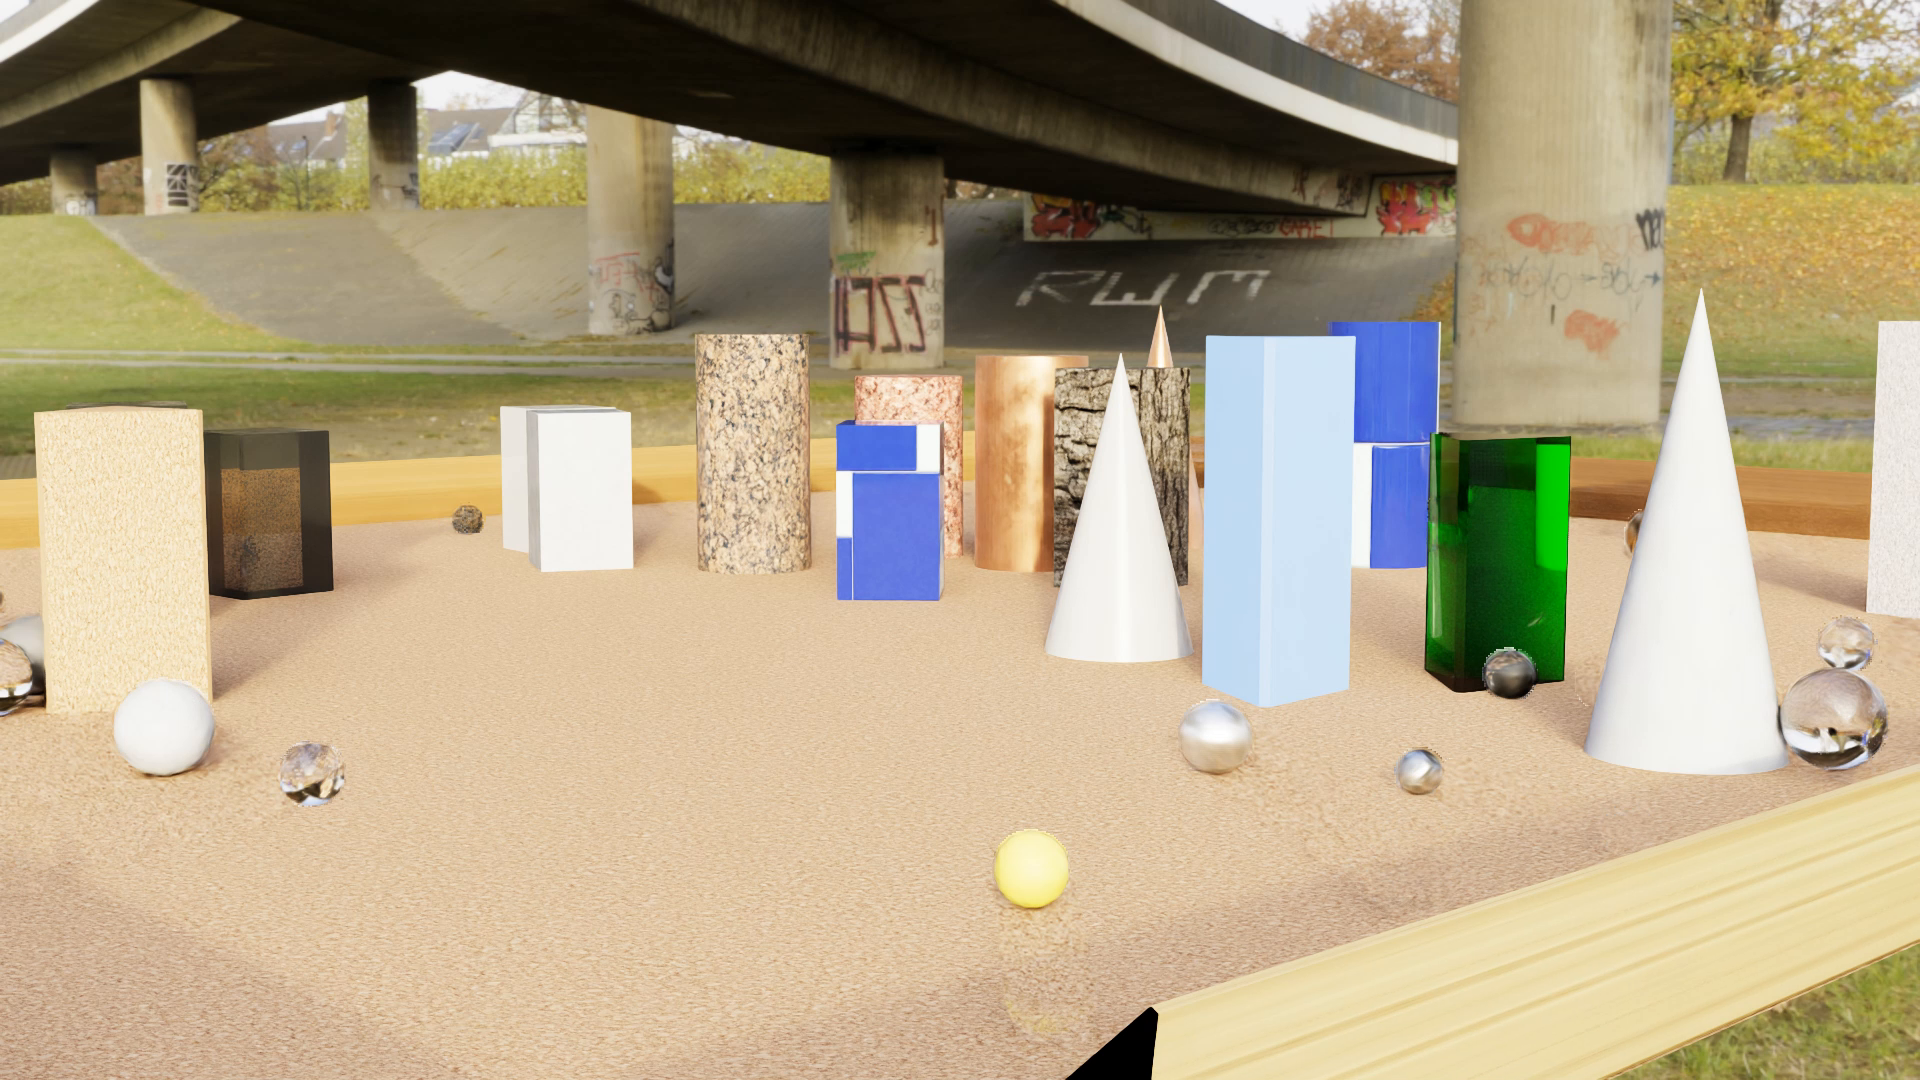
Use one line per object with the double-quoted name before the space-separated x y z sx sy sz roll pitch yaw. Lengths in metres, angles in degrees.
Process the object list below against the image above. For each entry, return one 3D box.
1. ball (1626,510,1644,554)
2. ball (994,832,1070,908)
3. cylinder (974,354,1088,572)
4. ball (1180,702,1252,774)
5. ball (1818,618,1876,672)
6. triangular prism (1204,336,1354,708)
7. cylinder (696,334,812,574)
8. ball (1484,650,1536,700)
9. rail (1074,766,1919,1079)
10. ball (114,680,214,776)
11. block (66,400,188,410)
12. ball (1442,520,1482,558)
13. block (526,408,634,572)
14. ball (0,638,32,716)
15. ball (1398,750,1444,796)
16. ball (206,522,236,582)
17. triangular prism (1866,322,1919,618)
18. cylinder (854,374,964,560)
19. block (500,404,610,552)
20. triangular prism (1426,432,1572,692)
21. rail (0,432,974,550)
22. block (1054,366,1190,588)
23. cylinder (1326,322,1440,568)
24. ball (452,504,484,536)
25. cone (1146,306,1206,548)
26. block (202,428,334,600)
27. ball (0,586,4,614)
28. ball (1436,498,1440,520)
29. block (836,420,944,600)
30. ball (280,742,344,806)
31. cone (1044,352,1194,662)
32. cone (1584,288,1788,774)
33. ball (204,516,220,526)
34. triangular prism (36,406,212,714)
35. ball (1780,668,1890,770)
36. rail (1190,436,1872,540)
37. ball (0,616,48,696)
"ball" 1.226 -0.008 3.877 0.098 0.098 0.098 0 6 0
"ball" 0.054 0.247 1.644 0.056 0.056 0.056 0 6 0
"cylinder" 0.124 -0.137 3.829 0.197 0.366 0.197 0 6 0
"ball" 0.247 0.190 2.119 0.069 0.069 0.069 0 6 0
"ball" 1.097 0.129 2.720 0.066 0.066 0.066 0 6 0
"triangular prism" 0.346 -0.030 2.564 0.147 0.414 0.170 6 8 43
"cylinder" -0.356 -0.153 3.794 0.197 0.403 0.197 0 6 0
"ball" 0.630 0.155 2.520 0.057 0.057 0.057 0 6 0
"rail" 1.191 0.167 2.048 3.881 0.128 0.045 -5 8 -42
"ball" -0.764 0.180 2.112 0.091 0.091 0.091 0 6 0
"block" -1.184 -0.038 3.141 0.157 0.312 0.157 -2 6 -21
"ball" 0.904 -0.001 3.953 0.069 0.069 0.069 0 6 0
"block" -0.665 -0.090 3.840 0.157 0.269 0.157 -2 6 -19
"ball" -1.063 0.150 2.407 0.089 0.089 0.089 0 6 0
"ball" 0.424 0.214 2.026 0.042 0.042 0.042 0 6 0
"ball" -1.239 0.020 3.612 0.097 0.097 0.097 0 6 0
"triangular prism" 1.449 -0.103 3.202 0.147 0.428 0.170 -4 7 -33
"cylinder" -0.093 -0.135 3.998 0.197 0.326 0.197 0 6 0
"block" -0.748 -0.115 4.101 0.157 0.265 0.157 -4 7 -36
"triangular prism" 0.618 0.020 2.658 0.170 0.295 0.147 -3 7 -30
"rail" -1.191 -0.101 4.615 3.881 0.128 0.045 -5 8 -42
"block" 0.261 -0.101 3.543 0.157 0.352 0.157 4 7 36
"cylinder" 0.741 -0.171 3.873 0.197 0.424 0.197 0 6 0
"ball" -0.977 -0.040 4.366 0.061 0.061 0.061 0 6 0
"cone" 0.379 -0.219 4.179 0.197 0.456 0.197 0 6 0
"block" -1.108 -0.046 3.482 0.157 0.255 0.157 5 8 42
"ball" -1.378 0.083 3.063 0.086 0.086 0.086 0 6 0
"ball" 0.944 -0.063 4.502 0.077 0.077 0.077 0 6 0
"block" -0.107 -0.049 3.446 0.157 0.270 0.157 0 6 3
"ball" -0.584 0.211 1.981 0.057 0.057 0.057 0 6 0
"cone" 0.208 -0.049 2.868 0.197 0.390 0.197 0 6 0
"cone" 0.730 -0.017 2.188 0.197 0.467 0.197 0 6 0
"ball" -1.343 -0.001 3.898 0.081 0.081 0.081 0 6 0
"triangular prism" -0.958 0.016 2.516 0.170 0.333 0.147 -3 6 -23
"ball" 0.849 0.174 2.137 0.098 0.098 0.098 0 6 0
"rail" 1.409 -0.102 4.625 0.045 0.128 3.559 -5 8 -42
"ball" -1.049 0.131 2.493 0.090 0.090 0.090 0 6 0
